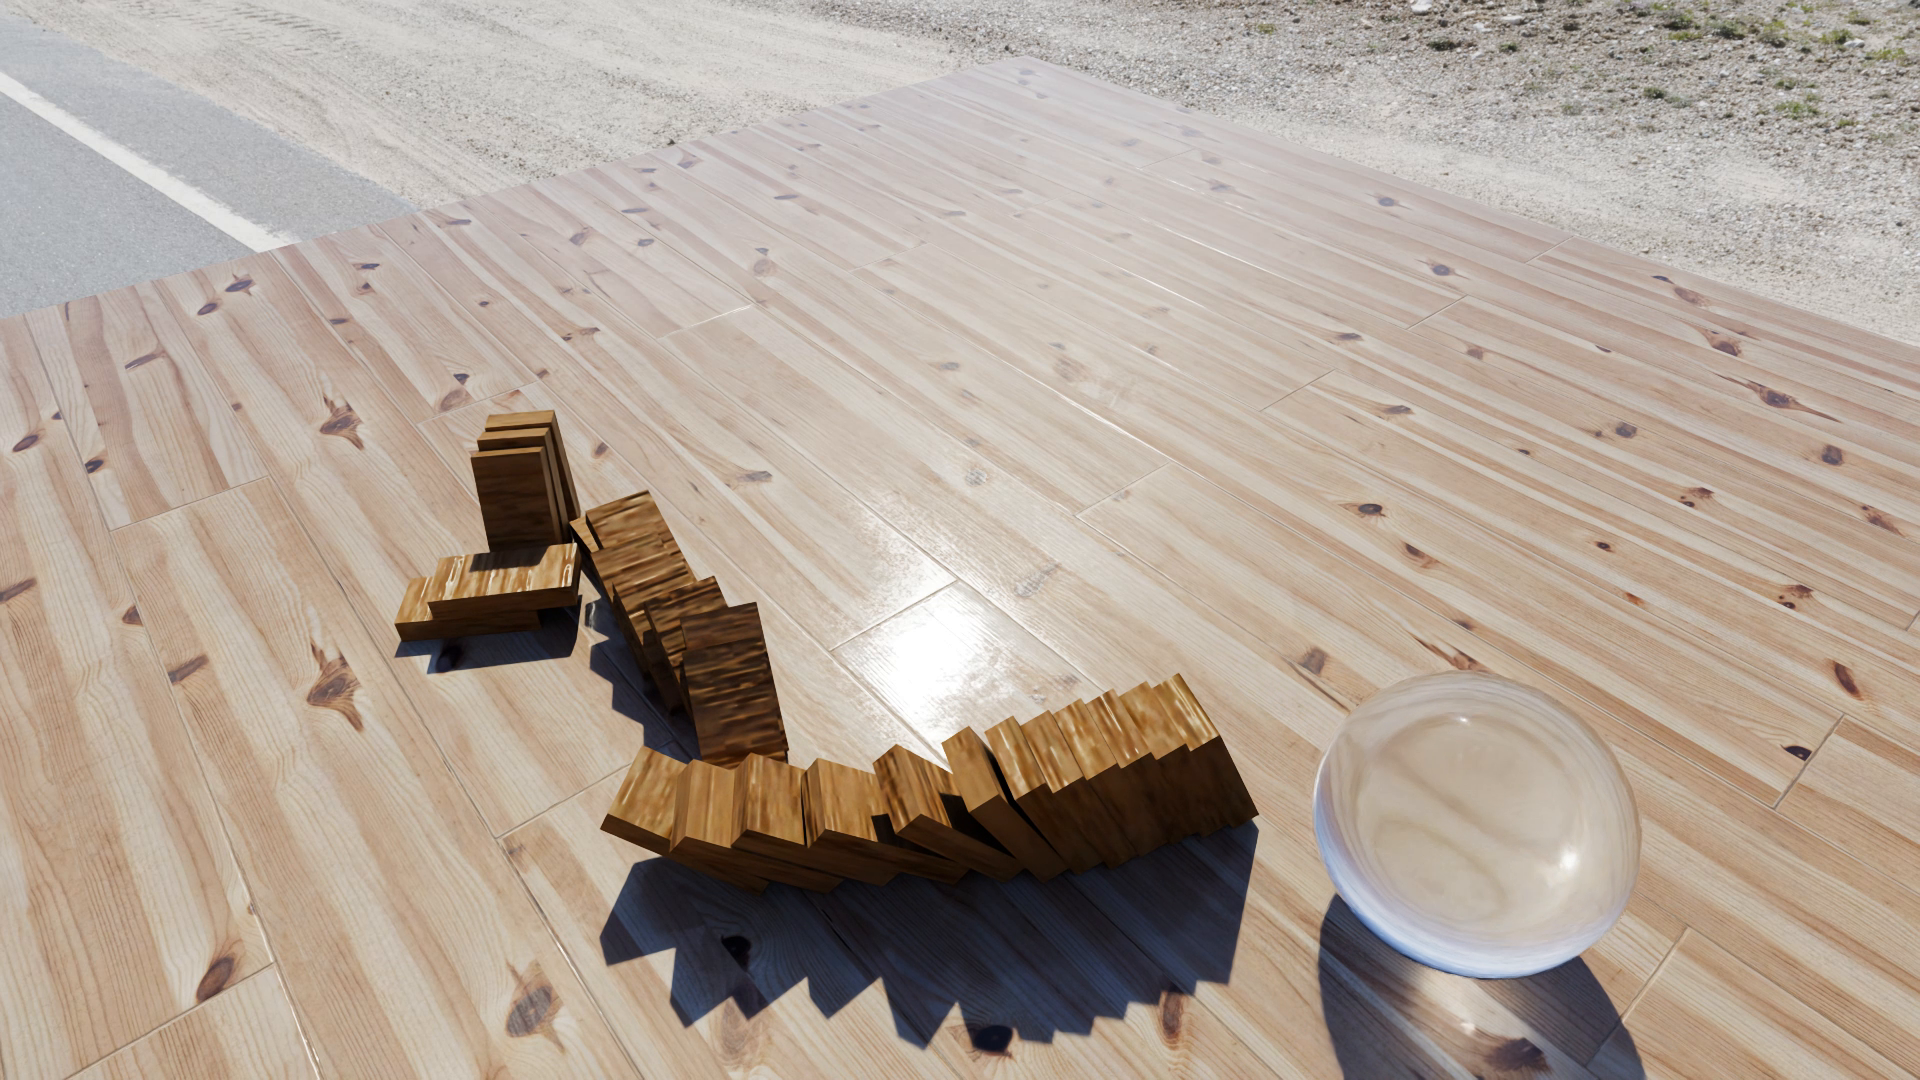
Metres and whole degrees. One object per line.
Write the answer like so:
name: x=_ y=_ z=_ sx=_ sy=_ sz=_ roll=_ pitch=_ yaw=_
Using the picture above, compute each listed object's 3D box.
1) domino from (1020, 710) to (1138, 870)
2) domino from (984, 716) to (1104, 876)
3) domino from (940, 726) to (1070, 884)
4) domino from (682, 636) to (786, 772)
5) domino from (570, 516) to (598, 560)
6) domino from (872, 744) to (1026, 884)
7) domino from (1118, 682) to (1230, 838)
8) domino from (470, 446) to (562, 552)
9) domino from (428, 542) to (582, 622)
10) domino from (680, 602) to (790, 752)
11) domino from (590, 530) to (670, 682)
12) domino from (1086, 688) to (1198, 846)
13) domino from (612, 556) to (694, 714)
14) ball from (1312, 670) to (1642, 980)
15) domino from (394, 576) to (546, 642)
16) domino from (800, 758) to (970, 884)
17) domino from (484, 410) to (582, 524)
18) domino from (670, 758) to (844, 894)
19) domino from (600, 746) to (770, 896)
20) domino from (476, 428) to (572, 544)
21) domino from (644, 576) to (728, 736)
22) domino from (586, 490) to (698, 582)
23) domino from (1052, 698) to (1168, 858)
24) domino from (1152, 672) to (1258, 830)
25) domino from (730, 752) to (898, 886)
domino: x=0.035 y=0.074 z=0.322 sx=0.009 sy=0.050 sz=0.025 roll=-31 pitch=43 yaw=3
domino: x=0.025 y=0.075 z=0.320 sx=0.009 sy=0.050 sz=0.025 roll=-31 pitch=43 yaw=3
domino: x=0.014 y=0.077 z=0.318 sx=0.009 sy=0.050 sz=0.025 roll=-33 pitch=42 yaw=5
domino: x=-0.071 y=0.058 z=0.349 sx=0.025 sy=0.009 sz=0.050 roll=-11 pitch=81 yaw=-13
domino: x=-0.133 y=0.004 z=0.438 sx=0.025 sy=0.010 sz=0.050 roll=-25 pitch=46 yaw=-28
domino: x=-0.002 y=0.080 z=0.318 sx=0.010 sy=0.050 sz=0.025 roll=-41 pitch=41 yaw=13
domino: x=0.065 y=0.067 z=0.331 sx=0.010 sy=0.050 sz=0.025 roll=-31 pitch=42 yaw=3
domino: x=-0.169 y=-0.010 z=0.423 sx=0.025 sy=0.050 sz=0.009 roll=-6 pitch=19 yaw=-7
domino: x=-0.169 y=0.015 z=0.410 sx=0.050 sy=0.010 sz=0.025 roll=-6 pitch=40 yaw=-8
domino: x=-0.074 y=0.048 z=0.361 sx=0.025 sy=0.009 sz=0.050 roll=-12 pitch=81 yaw=-16
domino: x=-0.112 y=0.023 z=0.399 sx=0.025 sy=0.010 sz=0.050 roll=-22 pitch=70 yaw=-24
domino: x=0.055 y=0.068 z=0.328 sx=0.009 sy=0.050 sz=0.025 roll=-31 pitch=43 yaw=3
domino: x=-0.100 y=0.033 z=0.385 sx=0.025 sy=0.010 sz=0.050 roll=-23 pitch=73 yaw=-25
ball: x=0.137 y=0.075 z=0.296 sx=0.080 sy=0.080 sz=0.080 roll=0 pitch=39 yaw=0
domino: x=-0.182 y=0.024 z=0.414 sx=0.050 sy=0.010 sz=0.025 roll=-5 pitch=40 yaw=-6
domino: x=-0.021 y=0.082 z=0.321 sx=0.050 sy=0.010 sz=0.025 roll=24 pitch=30 yaw=-29
domino: x=-0.172 y=-0.028 z=0.445 sx=0.025 sy=0.050 sz=0.010 roll=-6 pitch=38 yaw=-7
domino: x=-0.058 y=0.083 z=0.319 sx=0.050 sy=0.010 sz=0.025 roll=25 pitch=36 yaw=-27
domino: x=-0.077 y=0.083 z=0.325 sx=0.050 sy=0.009 sz=0.025 roll=26 pitch=39 yaw=-9
domino: x=-0.171 y=-0.018 z=0.433 sx=0.025 sy=0.050 sz=0.009 roll=-5 pitch=25 yaw=-6
domino: x=-0.086 y=0.040 z=0.374 sx=0.025 sy=0.009 sz=0.050 roll=-21 pitch=78 yaw=-24
domino: x=-0.120 y=0.007 z=0.417 sx=0.025 sy=0.009 sz=0.050 roll=-23 pitch=70 yaw=-27
domino: x=0.045 y=0.071 z=0.325 sx=0.009 sy=0.050 sz=0.025 roll=-31 pitch=43 yaw=3
domino: x=0.075 y=0.065 z=0.333 sx=0.010 sy=0.050 sz=0.025 roll=-31 pitch=43 yaw=3
domino: x=-0.041 y=0.082 z=0.320 sx=0.050 sy=0.009 sz=0.025 roll=25 pitch=36 yaw=-28
